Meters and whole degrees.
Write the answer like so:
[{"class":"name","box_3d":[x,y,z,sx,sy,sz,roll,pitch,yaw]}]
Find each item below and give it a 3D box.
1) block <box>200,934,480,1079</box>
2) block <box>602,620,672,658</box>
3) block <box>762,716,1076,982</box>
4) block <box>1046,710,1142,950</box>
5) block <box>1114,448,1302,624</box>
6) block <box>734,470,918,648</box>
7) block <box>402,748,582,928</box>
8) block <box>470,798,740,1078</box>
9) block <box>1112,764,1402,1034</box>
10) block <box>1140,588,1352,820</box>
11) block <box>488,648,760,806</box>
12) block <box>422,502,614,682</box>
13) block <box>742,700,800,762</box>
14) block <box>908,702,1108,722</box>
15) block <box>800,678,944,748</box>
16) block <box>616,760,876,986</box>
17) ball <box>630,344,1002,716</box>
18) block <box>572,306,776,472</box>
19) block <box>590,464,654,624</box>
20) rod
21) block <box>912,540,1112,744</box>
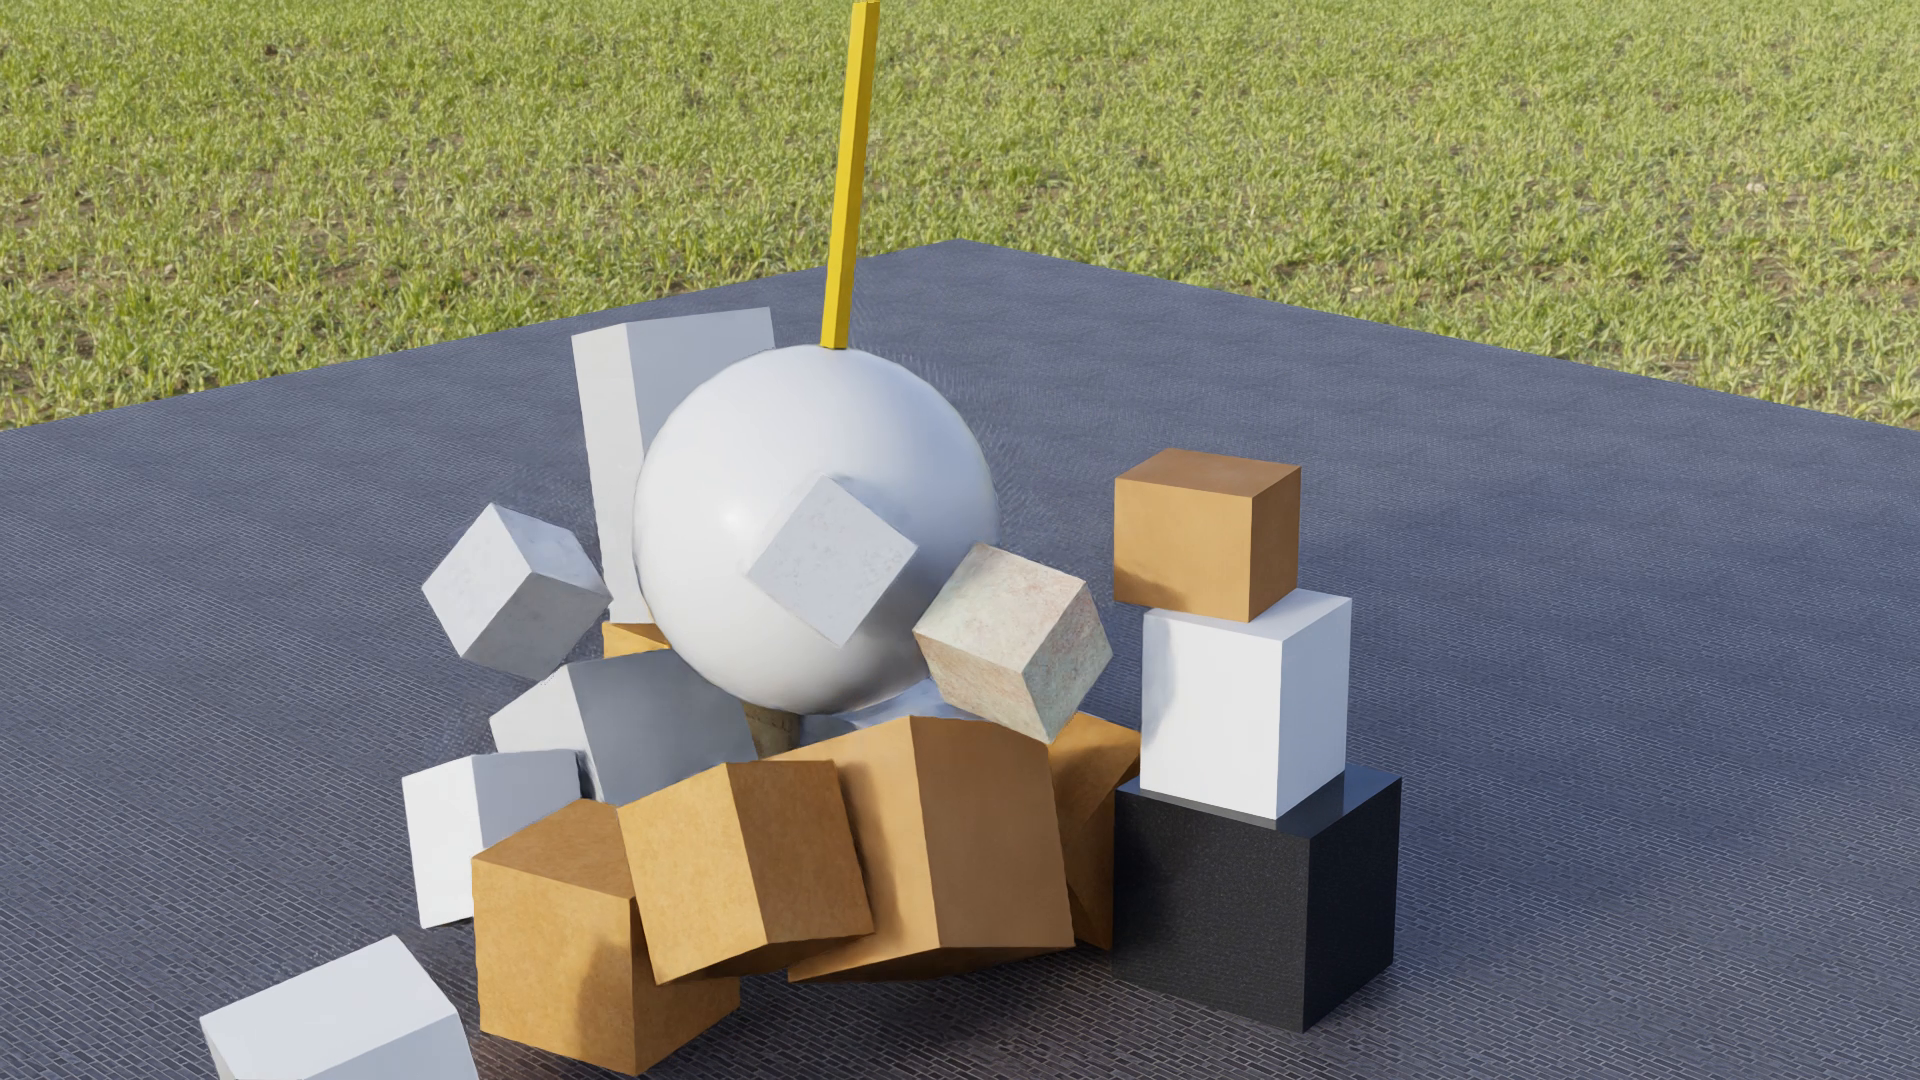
[{"class":"block","box_3d":[-2.192,2.000,10.584,0.764,0.685,0.719,-22,25,-22]},{"class":"block","box_3d":[-1.298,0.720,14.954,0.687,0.658,0.758,17,24,42]},{"class":"block","box_3d":[-0.170,1.275,11.962,0.815,0.917,0.841,-19,-18,38]},{"class":"block","box_3d":[0.495,1.240,12.864,0.673,0.632,0.718,16,57,42]},{"class":"block","box_3d":[1.023,-0.027,12.129,0.604,0.528,0.523,9,20,27]},{"class":"block","box_3d":[-0.540,0.070,11.635,0.474,0.497,0.442,38,-5,-11]},{"class":"block","box_3d":[-1.998,1.291,12.688,0.527,0.663,0.565,-1,-12,-42]},{"class":"block","box_3d":[-1.435,1.603,11.958,0.789,0.767,0.723,10,20,29]},{"class":"block","box_3d":[1.250,1.424,12.376,0.915,0.861,0.809,12,21,33]},{"class":"block","box_3d":[1.187,0.636,12.174,0.629,0.764,0.641,11,20,31]},{"class":"block","box_3d":[-1.503,0.992,13.285,0.825,0.769,0.792,-8,-15,-38]},{"class":"block","box_3d":[-1.878,0.226,12.443,0.486,0.499,0.443,22,25,-49]},{"class":"block","box_3d":[-0.808,0.818,14.430,0.719,0.786,0.733,-17,24,-42]},{"class":"block","box_3d":[0.161,1.159,13.509,0.764,0.689,0.686,-16,24,-42]},{"class":"block","box_3d":[-0.296,1.055,14.003,0.664,0.590,0.648,-17,24,-42]},{"class":"block","box_3d":[-0.836,1.292,11.457,0.606,0.708,0.628,-25,-17,35]},{"class":"ball","box_3d":[-0.623,-0.044,12.675,1.600,1.600,1.600,0,17,0]},{"class":"block","box_3d":[-1.406,-0.750,14.668,0.774,0.691,0.723,-9,3,-28]},{"class":"block","box_3d":[-1.273,-0.028,14.623,0.829,0.771,0.792,-9,3,-26]},{"class":"rod","box_3d":[-0.270,-3.358,12.003,0.080,5.200,0.080,17,16,42]},{"class":"block","box_3d":[0.216,0.413,11.806,0.532,0.502,0.485,20,61,31]}]
